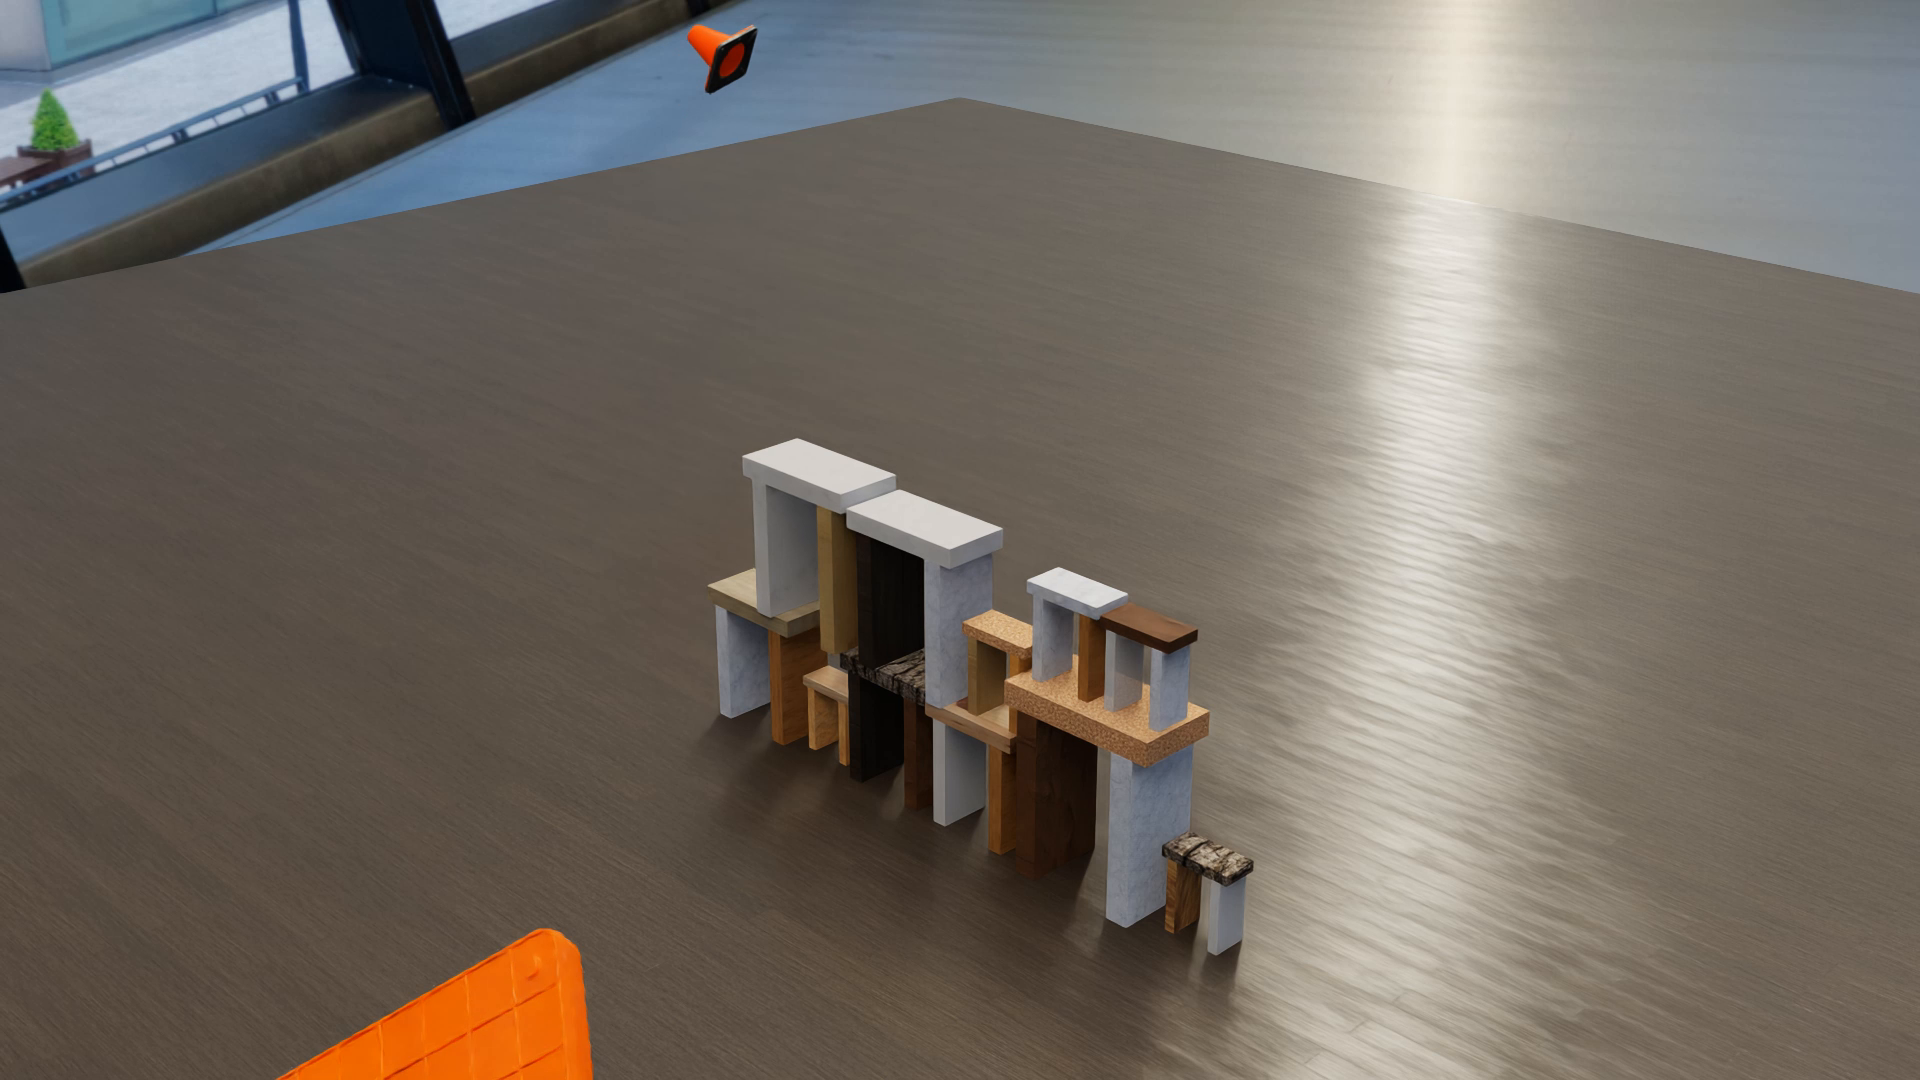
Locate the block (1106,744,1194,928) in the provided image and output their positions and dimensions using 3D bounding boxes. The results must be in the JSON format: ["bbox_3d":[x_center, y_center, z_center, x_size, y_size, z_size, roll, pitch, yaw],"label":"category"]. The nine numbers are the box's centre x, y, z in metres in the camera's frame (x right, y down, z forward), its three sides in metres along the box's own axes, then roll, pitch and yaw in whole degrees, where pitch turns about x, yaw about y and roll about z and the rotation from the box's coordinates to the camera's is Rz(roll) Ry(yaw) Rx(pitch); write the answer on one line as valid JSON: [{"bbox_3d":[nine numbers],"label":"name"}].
[{"bbox_3d":[0.352,0.526,4.073,0.050,0.350,0.175,21,31,41],"label":"block"}]

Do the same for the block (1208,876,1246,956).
[{"bbox_3d":[0.484,0.670,3.987,0.021,0.151,0.076,21,31,41],"label":"block"}]

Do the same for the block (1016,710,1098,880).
[{"bbox_3d":[0.187,0.462,4.225,0.050,0.350,0.175,21,31,41],"label":"block"}]

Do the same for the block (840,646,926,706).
[{"bbox_3d":[-0.115,0.262,4.464,0.124,0.035,0.248,-21,31,-41],"label":"block"}]

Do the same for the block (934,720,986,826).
[{"bbox_3d":[-0.001,0.447,4.410,0.033,0.232,0.116,21,31,41],"label":"block"}]

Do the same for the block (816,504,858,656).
[{"bbox_3d":[-0.217,0.062,4.483,0.150,0.319,0.043,-21,31,-41],"label":"block"}]

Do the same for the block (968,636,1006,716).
[{"bbox_3d":[0.053,0.252,4.276,0.023,0.166,0.083,21,31,41],"label":"block"}]

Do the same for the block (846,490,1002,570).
[{"bbox_3d":[-0.071,-0.023,4.298,0.290,0.041,0.145,21,31,41],"label":"block"}]

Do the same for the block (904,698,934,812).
[{"bbox_3d":[-0.057,0.415,4.466,0.035,0.247,0.124,21,31,41],"label":"block"}]

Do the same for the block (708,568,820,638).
[{"bbox_3d":[-0.408,0.134,4.723,0.264,0.037,0.132,21,31,41],"label":"block"}]

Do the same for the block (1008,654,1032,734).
[{"bbox_3d":[0.131,0.282,4.204,0.083,0.166,0.023,-21,31,-41],"label":"block"}]

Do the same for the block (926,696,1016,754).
[{"bbox_3d":[0.054,0.346,4.308,0.232,0.033,0.116,21,31,41],"label":"block"}]

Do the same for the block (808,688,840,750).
[{"bbox_3d":[-0.290,0.370,4.703,0.021,0.145,0.072,21,31,41],"label":"block"}]

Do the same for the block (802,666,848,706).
[{"bbox_3d":[-0.256,0.307,4.639,0.145,0.021,0.072,21,31,41],"label":"block"}]

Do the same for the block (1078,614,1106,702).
[{"bbox_3d":[0.256,0.204,4.035,0.024,0.173,0.086,21,31,41],"label":"block"}]

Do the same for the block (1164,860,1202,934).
[{"bbox_3d":[0.413,0.643,4.053,0.021,0.151,0.076,21,31,41],"label":"block"}]

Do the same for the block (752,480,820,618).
[{"bbox_3d":[-0.359,-0.002,4.609,0.043,0.301,0.150,21,31,41],"label":"block"}]

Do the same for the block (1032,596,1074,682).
[{"bbox_3d":[0.174,0.172,4.110,0.024,0.173,0.086,21,31,41],"label":"block"}]

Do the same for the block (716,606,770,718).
[{"bbox_3d":[-0.470,0.248,4.839,0.037,0.264,0.132,21,31,41],"label":"block"}]

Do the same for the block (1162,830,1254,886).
[{"bbox_3d":[0.449,0.577,3.986,0.151,0.021,0.076,21,31,41],"label":"block"}]

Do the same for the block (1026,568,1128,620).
[{"bbox_3d":[0.215,0.097,4.034,0.173,0.024,0.086,21,31,41],"label":"block"}]

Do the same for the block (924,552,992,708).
[{"bbox_3d":[-0.002,0.164,4.303,0.041,0.307,0.145,21,31,41],"label":"block"}]

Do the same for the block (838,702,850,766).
[{"bbox_3d":[-0.222,0.397,4.640,0.021,0.145,0.072,21,31,41],"label":"block"}]

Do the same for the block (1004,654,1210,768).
[{"bbox_3d":[0.269,0.310,4.071,0.350,0.050,0.175,21,31,41],"label":"block"}]

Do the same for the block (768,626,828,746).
[{"bbox_3d":[-0.345,0.297,4.724,0.037,0.264,0.132,21,31,41],"label":"block"}]

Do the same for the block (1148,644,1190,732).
[{"bbox_3d":[0.374,0.256,3.929,0.023,0.160,0.080,21,31,41],"label":"block"}]

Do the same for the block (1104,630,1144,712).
[{"bbox_3d":[0.299,0.226,3.999,0.023,0.160,0.080,21,31,41],"label":"block"}]

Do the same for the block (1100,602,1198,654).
[{"bbox_3d":[0.337,0.157,3.928,0.160,0.023,0.080,21,31,40],"label":"block"}]

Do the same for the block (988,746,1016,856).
[{"bbox_3d":[0.109,0.490,4.309,0.033,0.232,0.116,21,31,41],"label":"block"}]

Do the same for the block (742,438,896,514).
[{"bbox_3d":[-0.288,-0.132,4.477,0.301,0.043,0.150,21,31,41],"label":"block"}]

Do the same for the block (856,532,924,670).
[{"bbox_3d":[-0.139,0.102,4.425,0.145,0.290,0.041,-21,31,-40],"label":"block"}]

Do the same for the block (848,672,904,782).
[{"bbox_3d":[-0.173,0.369,4.573,0.035,0.247,0.124,21,31,41],"label":"block"}]

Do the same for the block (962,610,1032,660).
[{"bbox_3d":[0.092,0.180,4.204,0.166,0.023,0.083,21,31,41],"label":"block"}]
